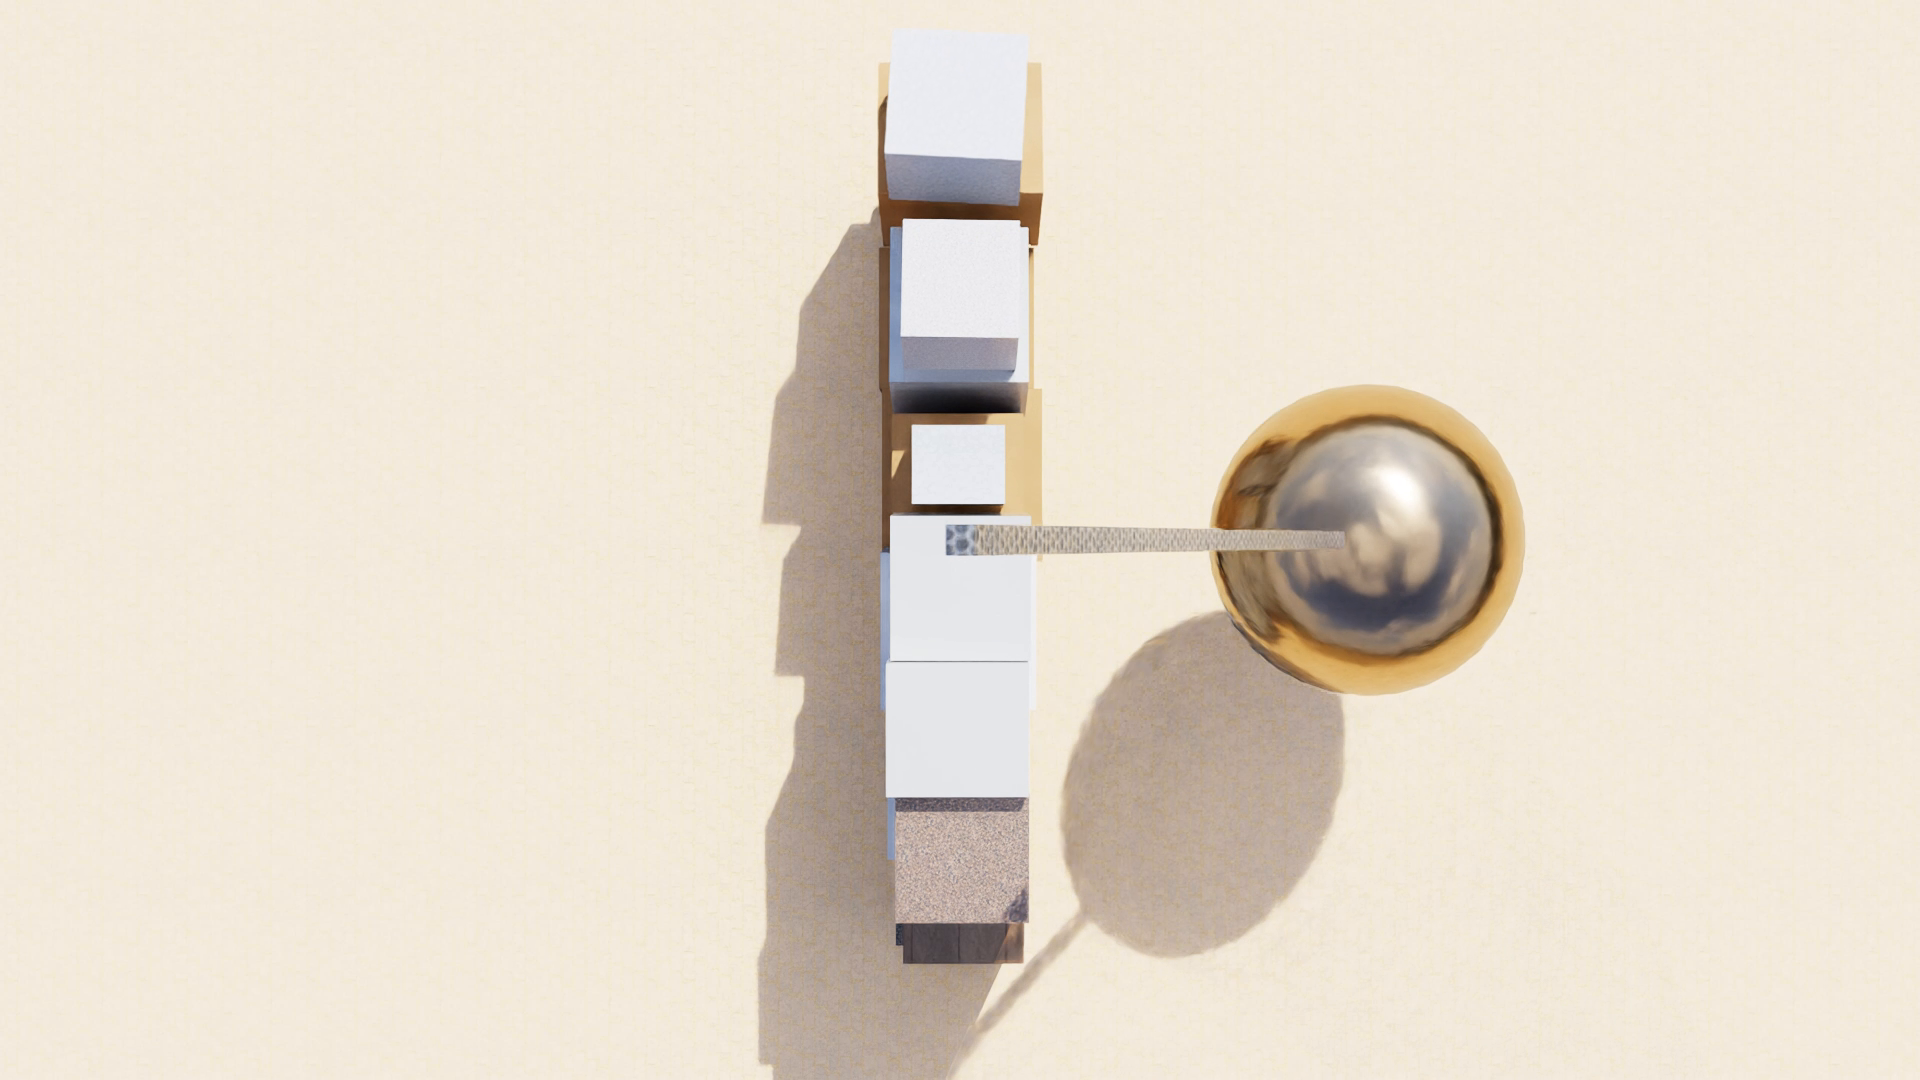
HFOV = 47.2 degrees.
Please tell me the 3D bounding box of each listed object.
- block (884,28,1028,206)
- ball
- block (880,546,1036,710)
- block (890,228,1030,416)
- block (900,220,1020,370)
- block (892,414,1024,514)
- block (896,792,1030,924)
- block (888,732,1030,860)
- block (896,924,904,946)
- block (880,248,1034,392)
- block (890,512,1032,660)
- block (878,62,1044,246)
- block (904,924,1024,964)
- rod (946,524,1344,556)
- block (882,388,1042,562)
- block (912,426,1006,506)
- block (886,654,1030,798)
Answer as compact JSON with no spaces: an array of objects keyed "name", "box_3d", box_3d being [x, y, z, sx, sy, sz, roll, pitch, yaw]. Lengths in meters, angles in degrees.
[{"name":"block","box_3d":[-0.015,-2.143,11.185,0.677,0.649,0.661,3,79,1]},{"name":"ball","box_3d":[2.074,0.000,11.255,1.600,1.600,1.600,0,90,0]},{"name":"block","box_3d":[-0.008,0.461,11.778,0.809,0.700,0.820,0,92,0]},{"name":"block","box_3d":[-0.004,-1.158,11.808,0.723,0.726,0.839,0,79,0]},{"name":"block","box_3d":[0.003,-1.237,11.152,0.580,0.590,0.604,1,79,0]},{"name":"block","box_3d":[-0.012,-0.315,11.784,0.684,0.660,0.687,0,90,0]},{"name":"block","box_3d":[0.011,1.564,11.172,0.663,0.613,0.642,0,92,0]},{"name":"block","box_3d":[-0.009,1.269,11.861,0.741,0.773,0.785,0,91,0]},{"name":"block","box_3d":[0.001,1.853,12.628,0.719,0.745,0.813,0,90,0]},{"name":"block","box_3d":[-0.019,-1.236,12.623,0.863,0.755,0.784,0,90,0]},{"name":"block","box_3d":[0.003,0.226,11.113,0.691,0.611,0.712,0,92,0]},{"name":"block","box_3d":[0.002,-2.077,11.934,0.863,0.845,0.724,0,79,0]},{"name":"block","box_3d":[0.019,1.956,11.952,0.640,0.605,0.579,0,90,0]},{"name":"rod","box_3d":[0.899,0.000,8.065,0.080,5.200,0.080,0,90,20]},{"name":"block","box_3d":[0.011,-0.358,12.557,0.882,0.886,0.952,0,90,0]},{"name":"block","box_3d":[-0.008,-0.377,11.218,0.465,0.472,0.393,0,90,0]},{"name":"block","box_3d":[-0.012,0.916,11.094,0.699,0.706,0.655,0,92,0]}]
